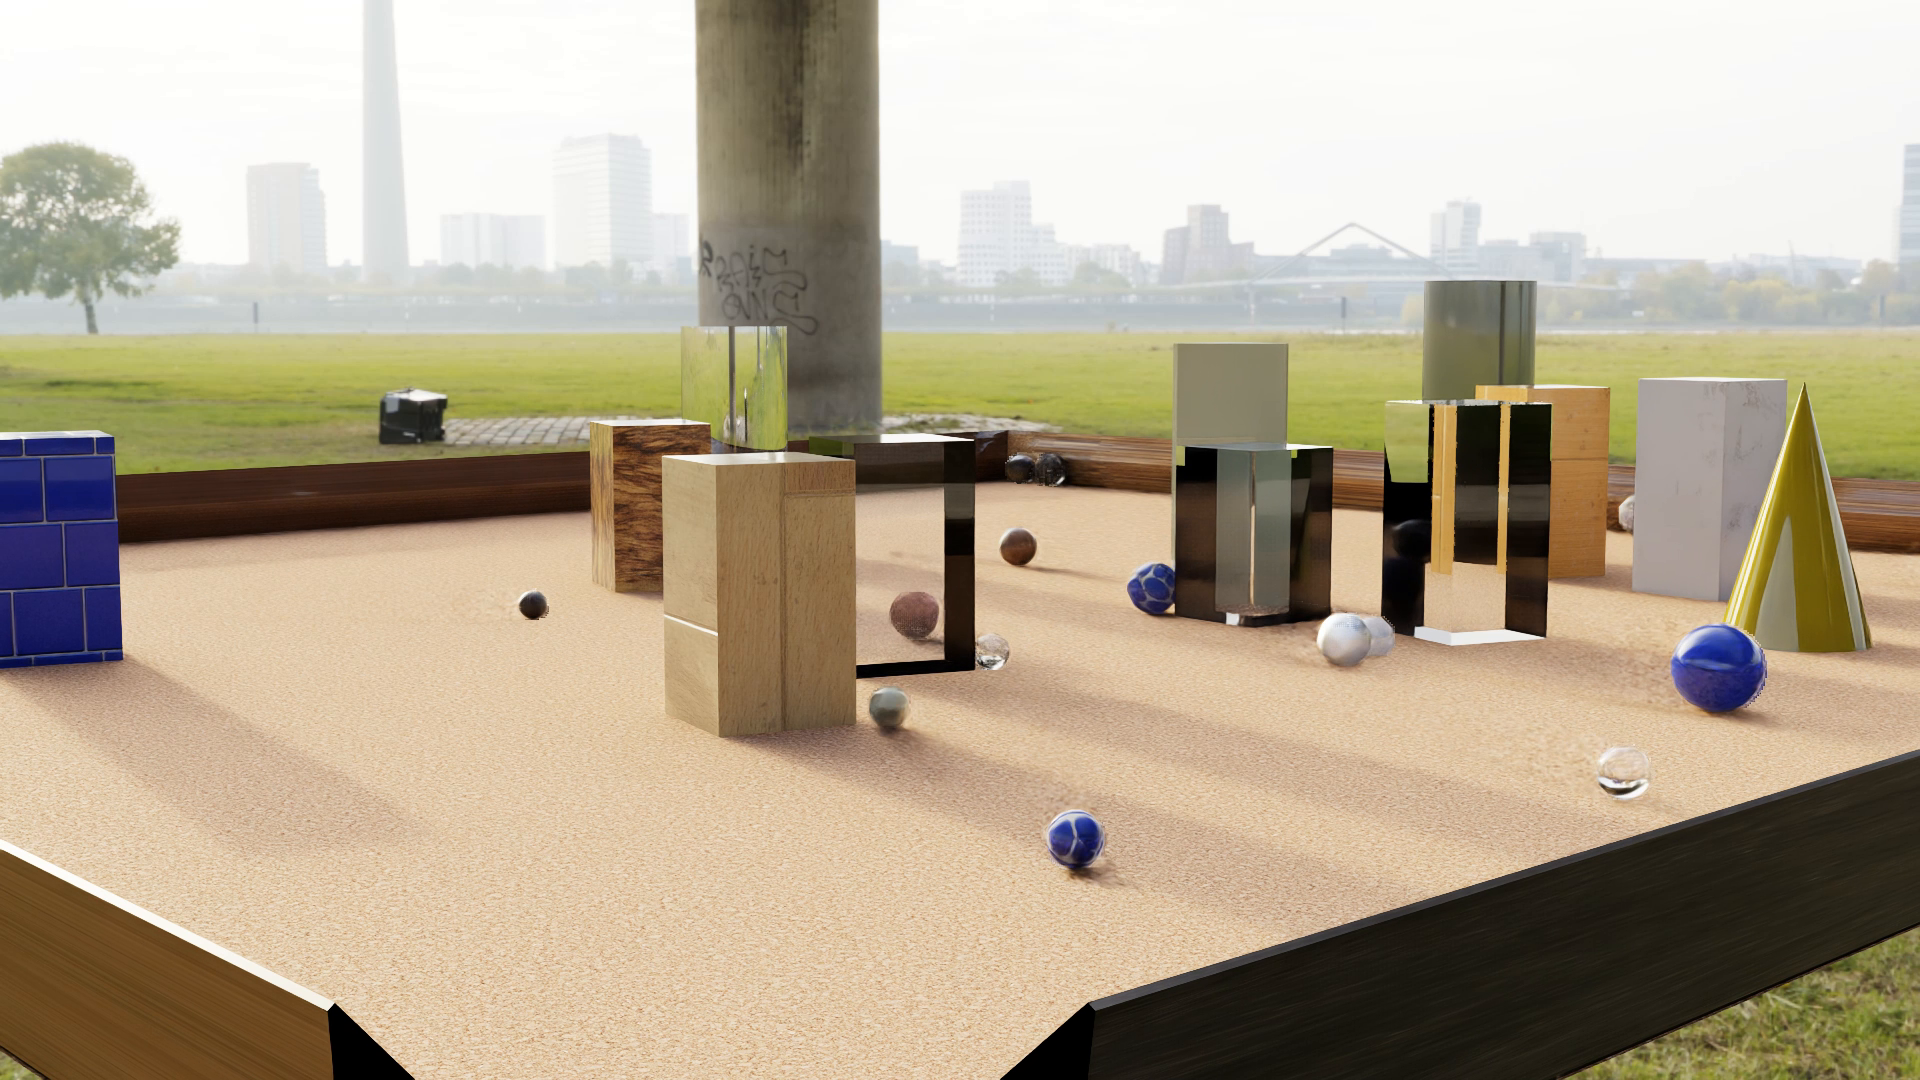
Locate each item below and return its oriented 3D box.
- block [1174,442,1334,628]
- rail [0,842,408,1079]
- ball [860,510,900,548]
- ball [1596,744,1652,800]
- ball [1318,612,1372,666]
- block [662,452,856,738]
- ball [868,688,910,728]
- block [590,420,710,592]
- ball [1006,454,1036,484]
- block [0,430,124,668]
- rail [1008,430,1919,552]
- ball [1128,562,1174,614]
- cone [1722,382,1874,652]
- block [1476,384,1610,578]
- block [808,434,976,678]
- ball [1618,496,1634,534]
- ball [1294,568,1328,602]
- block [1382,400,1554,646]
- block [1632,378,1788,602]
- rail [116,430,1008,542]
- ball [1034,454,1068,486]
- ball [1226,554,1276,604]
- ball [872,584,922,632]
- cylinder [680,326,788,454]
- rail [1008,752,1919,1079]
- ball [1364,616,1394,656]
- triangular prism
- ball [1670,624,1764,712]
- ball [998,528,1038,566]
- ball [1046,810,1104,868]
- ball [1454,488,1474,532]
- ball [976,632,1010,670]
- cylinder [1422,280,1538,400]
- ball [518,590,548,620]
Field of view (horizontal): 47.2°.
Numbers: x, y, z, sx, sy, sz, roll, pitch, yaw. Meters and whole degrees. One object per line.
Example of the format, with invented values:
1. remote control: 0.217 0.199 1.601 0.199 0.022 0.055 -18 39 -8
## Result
1. block: 0.427 -0.012 3.197 0.160 0.250 0.160 -5 8 -38
2. rail: -1.303 0.158 2.136 0.045 0.130 3.520 -5 8 -42
3. ball: -0.150 -0.020 4.129 0.074 0.074 0.074 0 6 0
4. ball: 0.608 0.212 2.012 0.049 0.049 0.049 0 6 0
5. ball: 0.484 0.125 2.766 0.067 0.067 0.067 0 6 0
6. block: -0.220 0.054 2.397 0.160 0.286 0.160 -3 7 -28
7. ball: -0.076 0.180 2.353 0.044 0.044 0.044 0 6 0
8. block: -0.504 -0.059 3.580 0.160 0.265 0.160 -2 6 -22
9. ball: 0.159 -0.184 5.687 0.076 0.076 0.076 0 6 0
10. block: -1.179 0.008 2.833 0.160 0.286 0.160 -3 7 -28
11. rail: 1.303 -0.091 4.528 0.045 0.130 3.520 -5 8 -42
12. ball: 0.286 0.070 3.246 0.077 0.077 0.077 0 6 0
13. cone: 1.129 -0.038 2.958 0.199 0.352 0.199 0 6 0
14. block: 0.987 -0.103 3.745 0.160 0.317 0.160 -2 6 -18
15. block: -0.086 0.015 2.761 0.160 0.286 0.160 -3 6 -23
16. ball: 1.356 -0.051 4.392 0.080 0.080 0.080 0 6 0
17. ball: 0.537 0.070 3.371 0.052 0.052 0.052 0 6 0
18. block: 0.695 -0.029 3.026 0.160 0.320 0.160 -3 7 -24
19. block: 1.183 -0.085 3.475 0.160 0.338 0.160 -4 7 -36
20. rail: -1.177 -0.098 4.601 3.594 0.130 0.045 -5 8 -42
21. ball: 0.230 -0.179 5.598 0.085 0.085 0.085 0 6 0
22. ball: 0.446 0.059 3.360 0.076 0.076 0.076 0 6 0
23. ball: -0.087 0.095 3.056 0.068 0.068 0.068 0 6 0
24. cylinder: -0.425 -0.195 4.158 0.199 0.416 0.199 0 6 0
25. rail: 1.177 0.166 2.063 3.594 0.130 0.045 -5 8 -42
26. ball: 0.534 0.125 2.842 0.052 0.052 0.052 0 6 0
27. triangular prism: 0.417 -0.112 3.461 0.173 0.395 0.150 0 6 1
28. ball: 0.843 0.142 2.449 0.099 0.099 0.099 0 6 0
29. ball: 0.102 0.011 3.855 0.068 0.068 0.068 0 6 0
30. ball: 0.092 0.240 1.762 0.047 0.047 0.047 0 6 0
31. ball: 1.039 -0.058 4.406 0.092 0.092 0.092 0 6 0
32. ball: 0.040 0.138 2.740 0.046 0.046 0.046 0 6 0
33. cylinder: 0.942 -0.221 4.004 0.199 0.498 0.199 0 6 0
34. ball: -0.618 0.094 3.186 0.042 0.042 0.042 0 6 0
